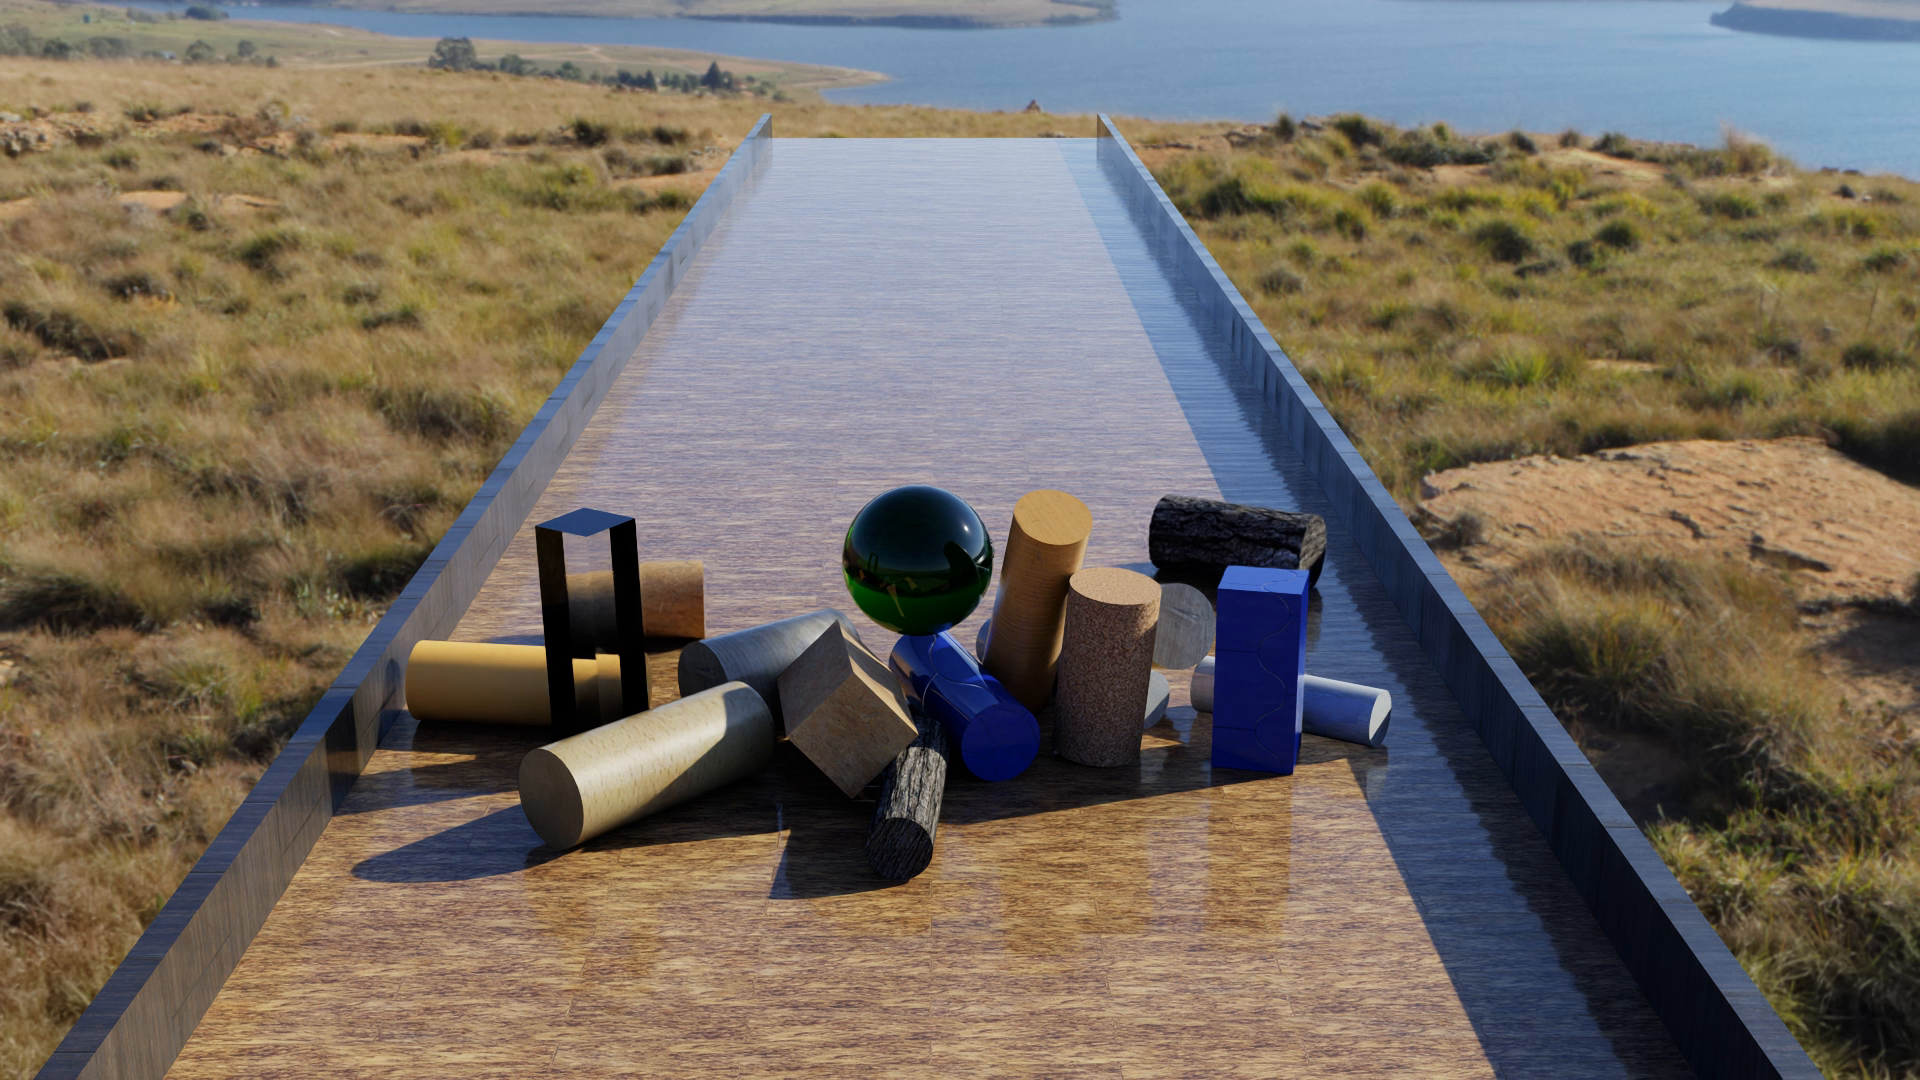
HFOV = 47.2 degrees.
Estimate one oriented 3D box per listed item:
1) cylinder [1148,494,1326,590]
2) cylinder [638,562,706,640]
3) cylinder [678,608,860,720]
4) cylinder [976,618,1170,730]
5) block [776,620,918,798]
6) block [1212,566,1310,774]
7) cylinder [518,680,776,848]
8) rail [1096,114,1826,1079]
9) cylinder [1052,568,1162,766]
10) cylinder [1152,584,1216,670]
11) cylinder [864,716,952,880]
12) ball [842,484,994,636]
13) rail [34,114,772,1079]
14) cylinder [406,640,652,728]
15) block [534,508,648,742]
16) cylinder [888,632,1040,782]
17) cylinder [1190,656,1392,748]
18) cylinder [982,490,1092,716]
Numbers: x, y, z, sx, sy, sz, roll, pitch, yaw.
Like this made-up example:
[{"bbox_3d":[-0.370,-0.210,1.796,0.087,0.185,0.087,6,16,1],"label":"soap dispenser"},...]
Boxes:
[{"bbox_3d":[0.619,0.005,4.917,0.358,0.167,0.167,9,19,28],"label":"cylinder"},{"bbox_3d":[-0.680,0.128,4.519,0.306,0.159,0.159,-2,17,-6],"label":"cylinder"},{"bbox_3d":[-0.349,0.245,4.090,0.300,0.179,0.179,-13,21,-37],"label":"cylinder"},{"bbox_3d":[0.210,0.247,4.203,0.110,0.110,0.431,-13,21,-37],"label":"cylinder"},{"bbox_3d":[-0.201,0.287,3.823,0.155,0.155,0.372,-44,13,3],"label":"block"},{"bbox_3d":[0.530,0.227,3.882,0.144,0.330,0.144,4,16,13],"label":"block"},{"bbox_3d":[-0.518,0.371,3.683,0.168,0.168,0.420,14,22,40],"label":"cylinder"},{"bbox_3d":[0.932,-0.844,7.801,0.050,0.150,12.000,0,17,-1],"label":"rail"},{"bbox_3d":[0.257,0.224,3.890,0.161,0.314,0.161,5,22,-2],"label":"cylinder"},{"bbox_3d":[0.350,0.167,4.231,0.161,0.161,0.312,-6,0,-20],"label":"cylinder"},{"bbox_3d":[-0.082,0.419,3.631,0.107,0.107,0.434,1,17,3],"label":"cylinder"},{"bbox_3d":[-0.079,0.037,4.097,0.284,0.284,0.284,0,17,0],"label":"ball"},{"bbox_3d":[-1.118,-0.838,7.780,0.050,0.150,12.000,0,17,-1],"label":"rail"},{"bbox_3d":[-0.794,0.269,4.061,0.422,0.148,0.148,2,17,8],"label":"cylinder"},{"bbox_3d":[-0.638,0.179,3.842,0.121,0.442,0.121,11,22,33],"label":"block"},{"bbox_3d":[0.002,0.291,3.993,0.146,0.146,0.431,-6,17,-18],"label":"cylinder"},{"bbox_3d":[0.606,0.295,4.047,0.353,0.107,0.107,10,19,30],"label":"cylinder"},{"bbox_3d":[0.132,0.122,3.995,0.139,0.457,0.139,6,44,-5],"label":"cylinder"}]
